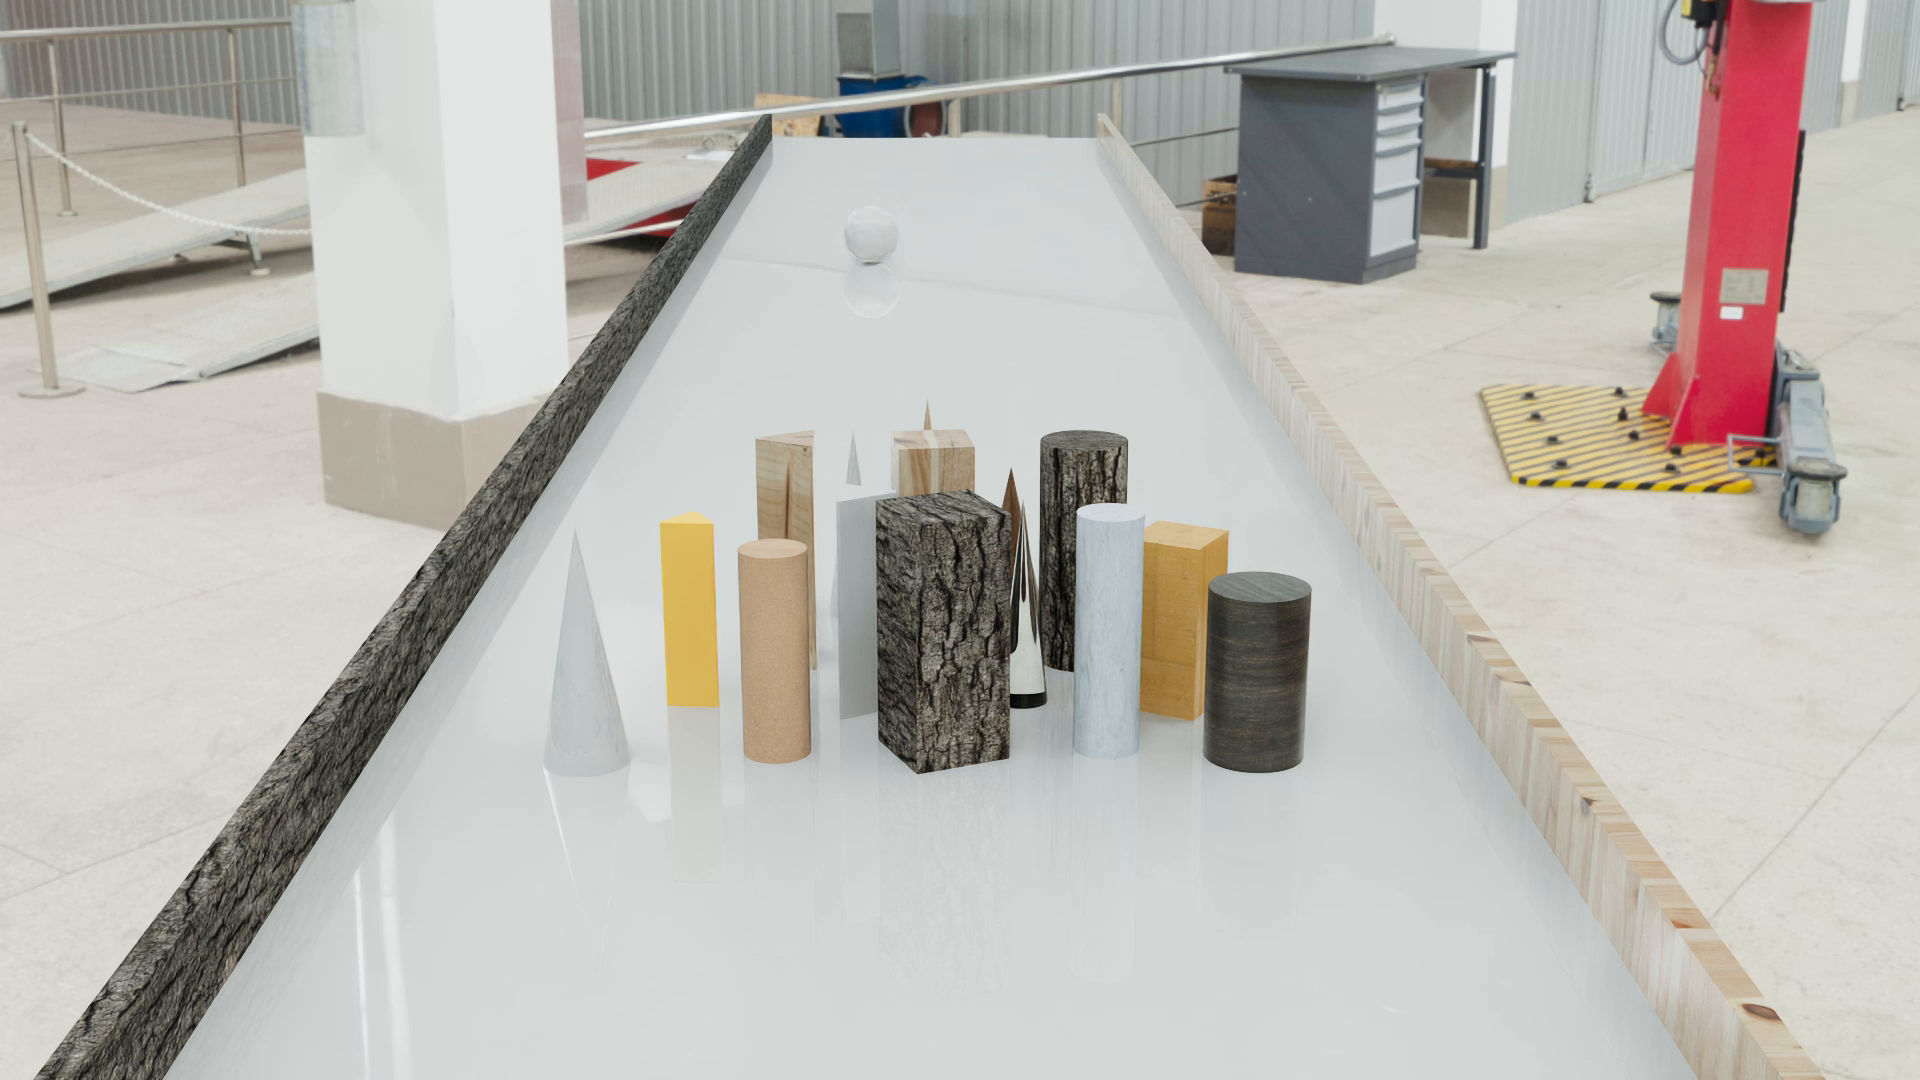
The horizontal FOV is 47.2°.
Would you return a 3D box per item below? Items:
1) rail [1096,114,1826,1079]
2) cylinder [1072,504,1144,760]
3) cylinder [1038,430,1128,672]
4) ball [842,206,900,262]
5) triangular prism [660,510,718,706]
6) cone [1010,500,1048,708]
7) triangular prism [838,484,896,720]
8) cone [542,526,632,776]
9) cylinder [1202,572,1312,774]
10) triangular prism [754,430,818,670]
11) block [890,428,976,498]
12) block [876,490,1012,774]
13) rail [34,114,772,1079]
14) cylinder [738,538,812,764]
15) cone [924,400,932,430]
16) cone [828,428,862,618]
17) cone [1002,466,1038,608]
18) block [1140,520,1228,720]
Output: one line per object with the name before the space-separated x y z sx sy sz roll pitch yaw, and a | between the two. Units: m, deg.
rail | 0.932 -0.844 7.801 0.050 0.150 12.000 0 17 -1
cylinder | 0.264 0.163 3.907 0.119 0.441 0.119 0 17 0
cylinder | 0.243 0.021 4.364 0.172 0.451 0.172 0 17 0
ball | -0.366 -1.258 9.049 0.232 0.232 0.232 0 17 0
triangular prism | -0.503 0.130 4.157 0.098 0.361 0.085 1 17 4
cone | 0.118 0.112 4.145 0.102 0.402 0.102 0 17 0
triangular prism | -0.199 0.109 4.118 0.126 0.423 0.109 -11 20 -32
cone | -0.663 0.182 3.850 0.158 0.436 0.158 0 17 0
cylinder | 0.525 0.232 3.893 0.180 0.315 0.180 0 17 0
triangular prism | -0.317 0.015 4.373 0.128 0.457 0.111 9 19 27
block | -0.055 0.018 4.376 0.148 0.451 0.148 -2 17 -8
block | -0.030 0.160 3.896 0.179 0.453 0.179 -7 18 -23
rail | -1.118 -0.838 7.780 0.050 0.150 12.000 0 17 -1
cylinder | -0.328 0.197 3.898 0.121 0.380 0.121 0 17 0
cone | -0.071 -0.111 4.862 0.109 0.421 0.109 0 17 0
cone | -0.224 -0.041 4.653 0.117 0.405 0.117 0 17 0
cone | 0.107 0.005 4.623 0.147 0.334 0.147 0 17 0
block | 0.406 0.150 4.140 0.144 0.333 0.144 9 19 27
